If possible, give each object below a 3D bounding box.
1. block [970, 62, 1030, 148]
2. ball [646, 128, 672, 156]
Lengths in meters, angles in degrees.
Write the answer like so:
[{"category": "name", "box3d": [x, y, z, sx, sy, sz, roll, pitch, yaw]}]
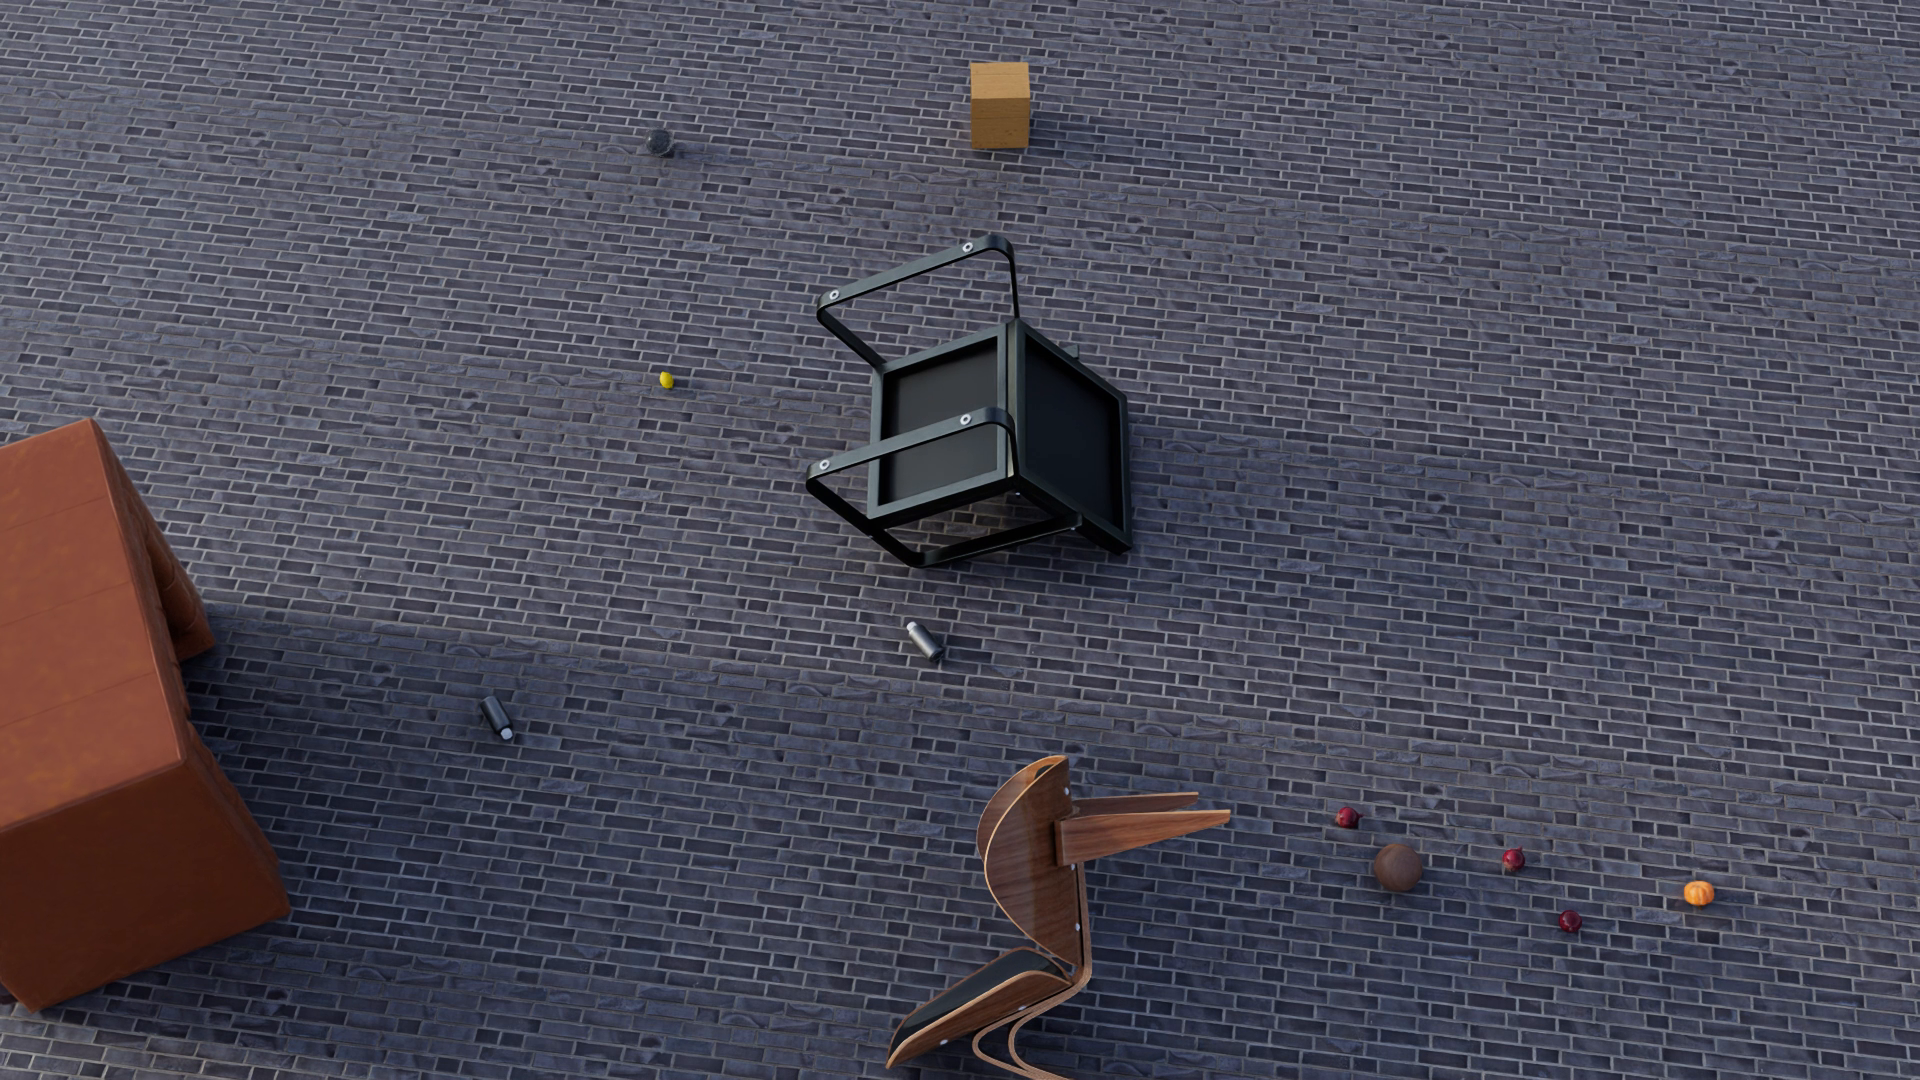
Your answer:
[{"category": "block", "box3d": [0.134, -1.464, 7.414, 0.193, 0.236, 0.165, -1, 56, -1]}, {"category": "ball", "box3d": [-1.017, -1.344, 7.422, 0.089, 0.089, 0.089, 0, 56, 0]}]
